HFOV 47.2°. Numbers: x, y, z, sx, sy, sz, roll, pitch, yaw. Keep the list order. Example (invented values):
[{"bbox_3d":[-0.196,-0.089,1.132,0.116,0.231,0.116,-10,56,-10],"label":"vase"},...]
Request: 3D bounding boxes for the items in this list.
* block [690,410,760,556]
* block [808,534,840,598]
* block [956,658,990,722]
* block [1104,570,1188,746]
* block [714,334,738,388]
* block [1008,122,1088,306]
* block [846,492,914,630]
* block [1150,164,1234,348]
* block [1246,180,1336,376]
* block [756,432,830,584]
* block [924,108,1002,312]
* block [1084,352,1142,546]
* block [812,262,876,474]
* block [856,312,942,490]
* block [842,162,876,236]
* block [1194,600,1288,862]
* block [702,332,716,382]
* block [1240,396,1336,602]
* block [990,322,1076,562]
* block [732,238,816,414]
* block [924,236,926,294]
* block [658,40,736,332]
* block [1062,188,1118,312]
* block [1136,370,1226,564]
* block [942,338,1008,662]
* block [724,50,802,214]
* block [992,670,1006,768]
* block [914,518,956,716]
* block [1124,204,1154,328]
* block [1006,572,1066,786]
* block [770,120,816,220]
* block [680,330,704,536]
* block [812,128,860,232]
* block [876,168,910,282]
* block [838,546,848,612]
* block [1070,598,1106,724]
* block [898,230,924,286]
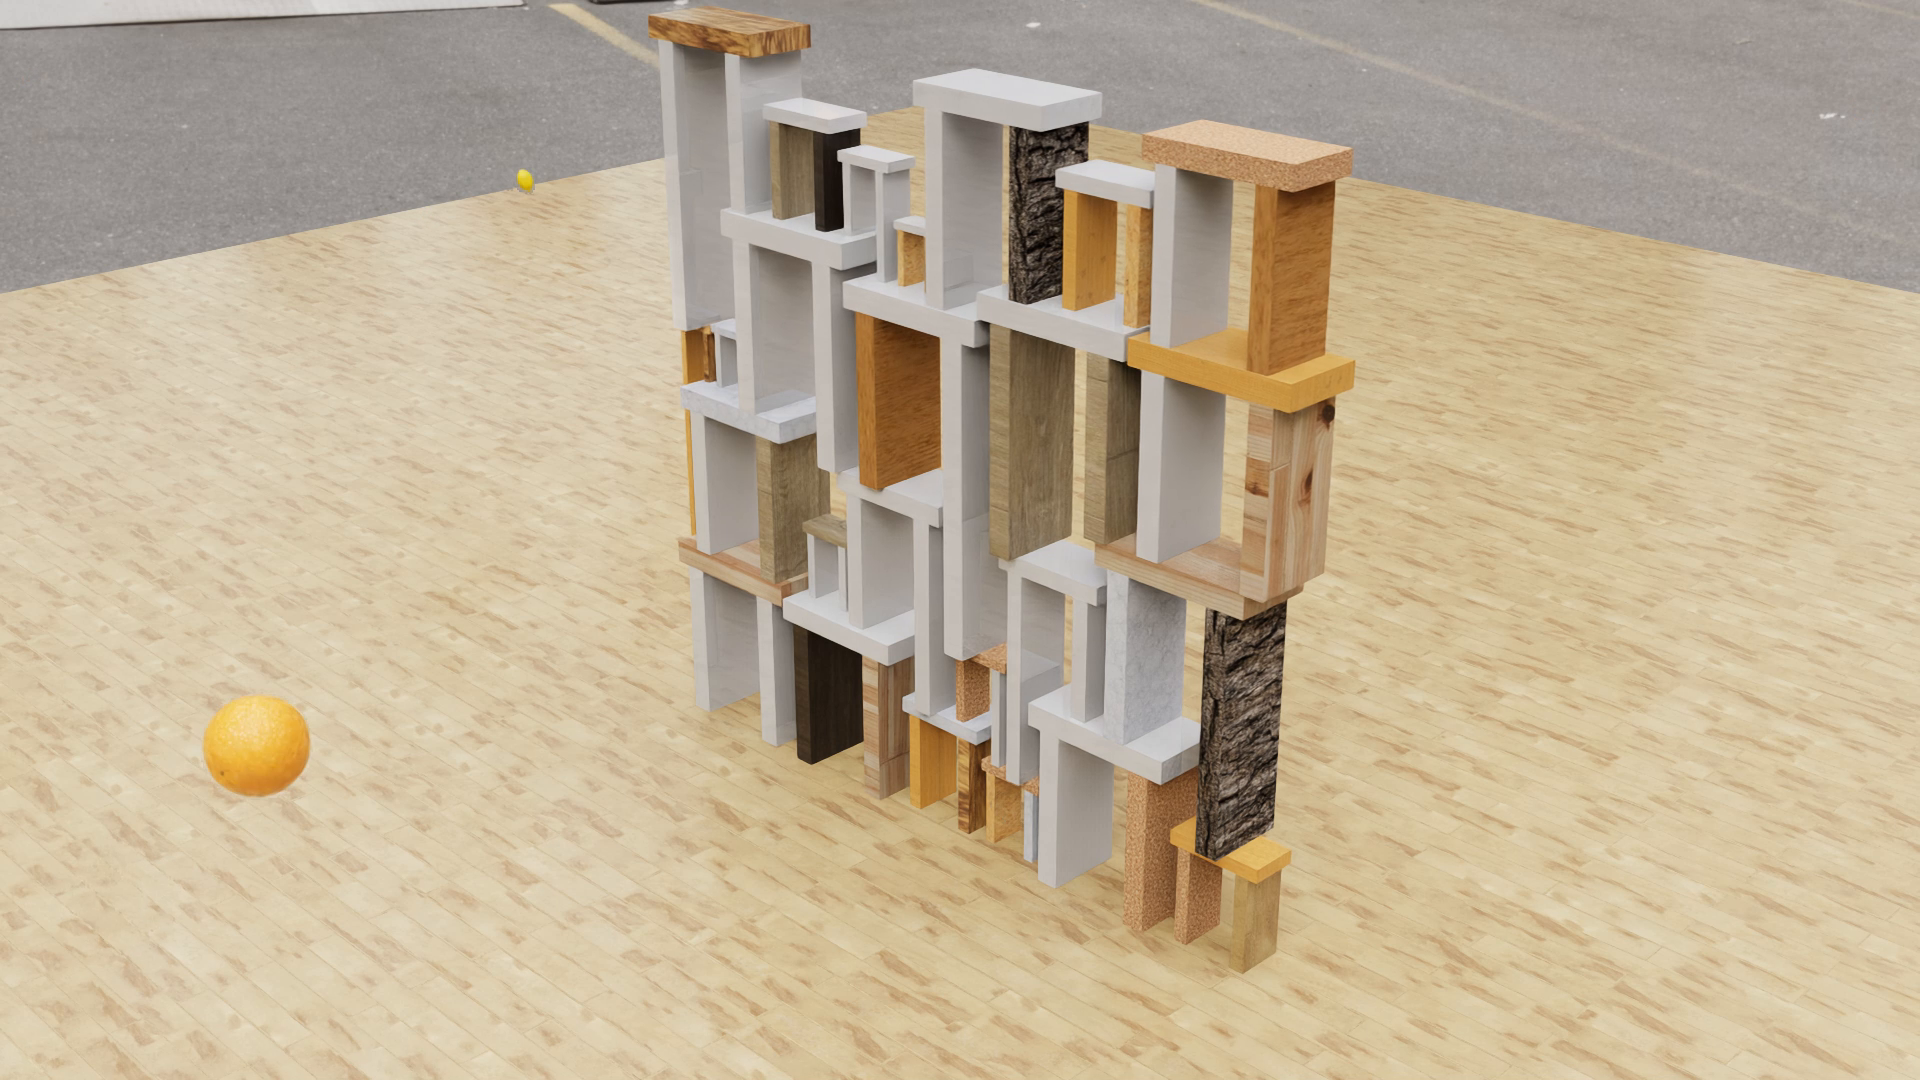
[{"bbox_3d":[-0.492,-0.141,4.693,0.045,0.317,0.158,21,31,41],"label":"block"},{"bbox_3d":[-0.281,0.044,4.550,0.020,0.141,0.071,21,31,41],"label":"block"},{"bbox_3d":[0.025,0.279,4.310,0.021,0.145,0.072,21,31,41],"label":"block"},{"bbox_3d":[0.334,0.188,3.948,0.166,0.331,0.047,-21,31,-41],"label":"block"},{"bbox_3d":[-0.482,-0.381,4.590,0.016,0.116,0.058,21,31,41],"label":"block"},{"bbox_3d":[0.153,-0.574,3.804,0.043,0.306,0.153,21,31,41],"label":"block"},{"bbox_3d":[-0.159,0.023,4.413,0.041,0.286,0.143,21,31,41],"label":"block"},{"bbox_3d":[0.380,-0.478,3.600,0.043,0.301,0.150,21,31,41],"label":"block"},{"bbox_3d":[0.523,-0.423,3.470,0.043,0.301,0.150,21,31,41],"label":"block"},{"bbox_3d":[-0.343,-0.082,4.555,0.045,0.317,0.158,21,31,41],"label":"block"},{"bbox_3d":[0.008,-0.605,3.947,0.153,0.360,0.043,-22,31,-40],"label":"block"},{"bbox_3d":[0.293,-0.179,3.829,0.171,0.343,0.049,-21,31,-40],"label":"block"},{"bbox_3d":[-0.200,-0.353,4.296,0.178,0.418,0.050,-21,31,-40],"label":"block"},{"bbox_3d":[-0.117,-0.286,4.229,0.174,0.347,0.049,-22,31,-40],"label":"block"},{"bbox_3d":[-0.188,-0.649,4.151,0.069,0.139,0.020,-21,31,-41],"label":"block"},{"bbox_3d":[0.489,0.316,3.832,0.166,0.477,0.047,-21,31,-40],"label":"block"},{"bbox_3d":[-0.513,-0.389,4.619,0.015,0.108,0.054,21,31,40],"label":"block"},{"bbox_3d":[0.538,-0.082,3.606,0.169,0.338,0.048,-22,31,-40],"label":"block"},{"bbox_3d":[0.131,-0.196,3.996,0.171,0.444,0.049,-21,31,-40],"label":"block"},{"bbox_3d":[-0.368,-0.448,4.439,0.050,0.356,0.178,21,31,41],"label":"block"},{"bbox_3d":[-0.041,-0.510,4.048,0.054,0.107,0.015,-22,31,-40],"label":"block"},{"bbox_3d":[-0.525,-0.730,4.488,0.044,0.592,0.154,21,31,40],"label":"block"},{"bbox_3d":[0.223,-0.506,3.769,0.030,0.209,0.104,21,31,41],"label":"block"},{"bbox_3d":[0.379,-0.144,3.754,0.169,0.338,0.048,-22,31,-40],"label":"block"},{"bbox_3d":[0.047,-0.091,4.134,0.174,0.633,0.049,-22,31,-40],"label":"block"},{"bbox_3d":[-0.380,-0.804,4.298,0.154,0.309,0.044,-21,31,-40],"label":"block"},{"bbox_3d":[0.094,0.334,4.260,0.021,0.208,0.072,21,31,41],"label":"block"},{"bbox_3d":[-0.024,0.133,4.313,0.143,0.411,0.041,-21,31,-41],"label":"block"},{"bbox_3d":[0.322,-0.468,3.679,0.030,0.209,0.104,21,31,40],"label":"block"},{"bbox_3d":[0.143,0.247,4.171,0.121,0.438,0.034,-21,31,-40],"label":"block"},{"bbox_3d":[-0.321,-0.724,4.260,0.095,0.191,0.027,-21,31,-40],"label":"block"},{"bbox_3d":[-0.564,-0.064,4.813,0.054,0.858,0.015,-21,31,-41],"label":"block"},{"bbox_3d":[-0.232,-0.688,4.177,0.095,0.191,0.027,-21,31,-40],"label":"block"},{"bbox_3d":[-0.124,-0.590,4.104,0.069,0.211,0.020,-21,31,-40],"label":"block"},{"bbox_3d":[-0.215,0.070,4.489,0.020,0.141,0.071,21,31,41],"label":"block"},{"bbox_3d":[0.259,0.202,4.027,0.034,0.243,0.121,21,31,41],"label":"block"},{"bbox_3d":[-0.091,-0.530,4.094,0.054,0.107,0.015,-22,31,-40],"label":"block"}]
